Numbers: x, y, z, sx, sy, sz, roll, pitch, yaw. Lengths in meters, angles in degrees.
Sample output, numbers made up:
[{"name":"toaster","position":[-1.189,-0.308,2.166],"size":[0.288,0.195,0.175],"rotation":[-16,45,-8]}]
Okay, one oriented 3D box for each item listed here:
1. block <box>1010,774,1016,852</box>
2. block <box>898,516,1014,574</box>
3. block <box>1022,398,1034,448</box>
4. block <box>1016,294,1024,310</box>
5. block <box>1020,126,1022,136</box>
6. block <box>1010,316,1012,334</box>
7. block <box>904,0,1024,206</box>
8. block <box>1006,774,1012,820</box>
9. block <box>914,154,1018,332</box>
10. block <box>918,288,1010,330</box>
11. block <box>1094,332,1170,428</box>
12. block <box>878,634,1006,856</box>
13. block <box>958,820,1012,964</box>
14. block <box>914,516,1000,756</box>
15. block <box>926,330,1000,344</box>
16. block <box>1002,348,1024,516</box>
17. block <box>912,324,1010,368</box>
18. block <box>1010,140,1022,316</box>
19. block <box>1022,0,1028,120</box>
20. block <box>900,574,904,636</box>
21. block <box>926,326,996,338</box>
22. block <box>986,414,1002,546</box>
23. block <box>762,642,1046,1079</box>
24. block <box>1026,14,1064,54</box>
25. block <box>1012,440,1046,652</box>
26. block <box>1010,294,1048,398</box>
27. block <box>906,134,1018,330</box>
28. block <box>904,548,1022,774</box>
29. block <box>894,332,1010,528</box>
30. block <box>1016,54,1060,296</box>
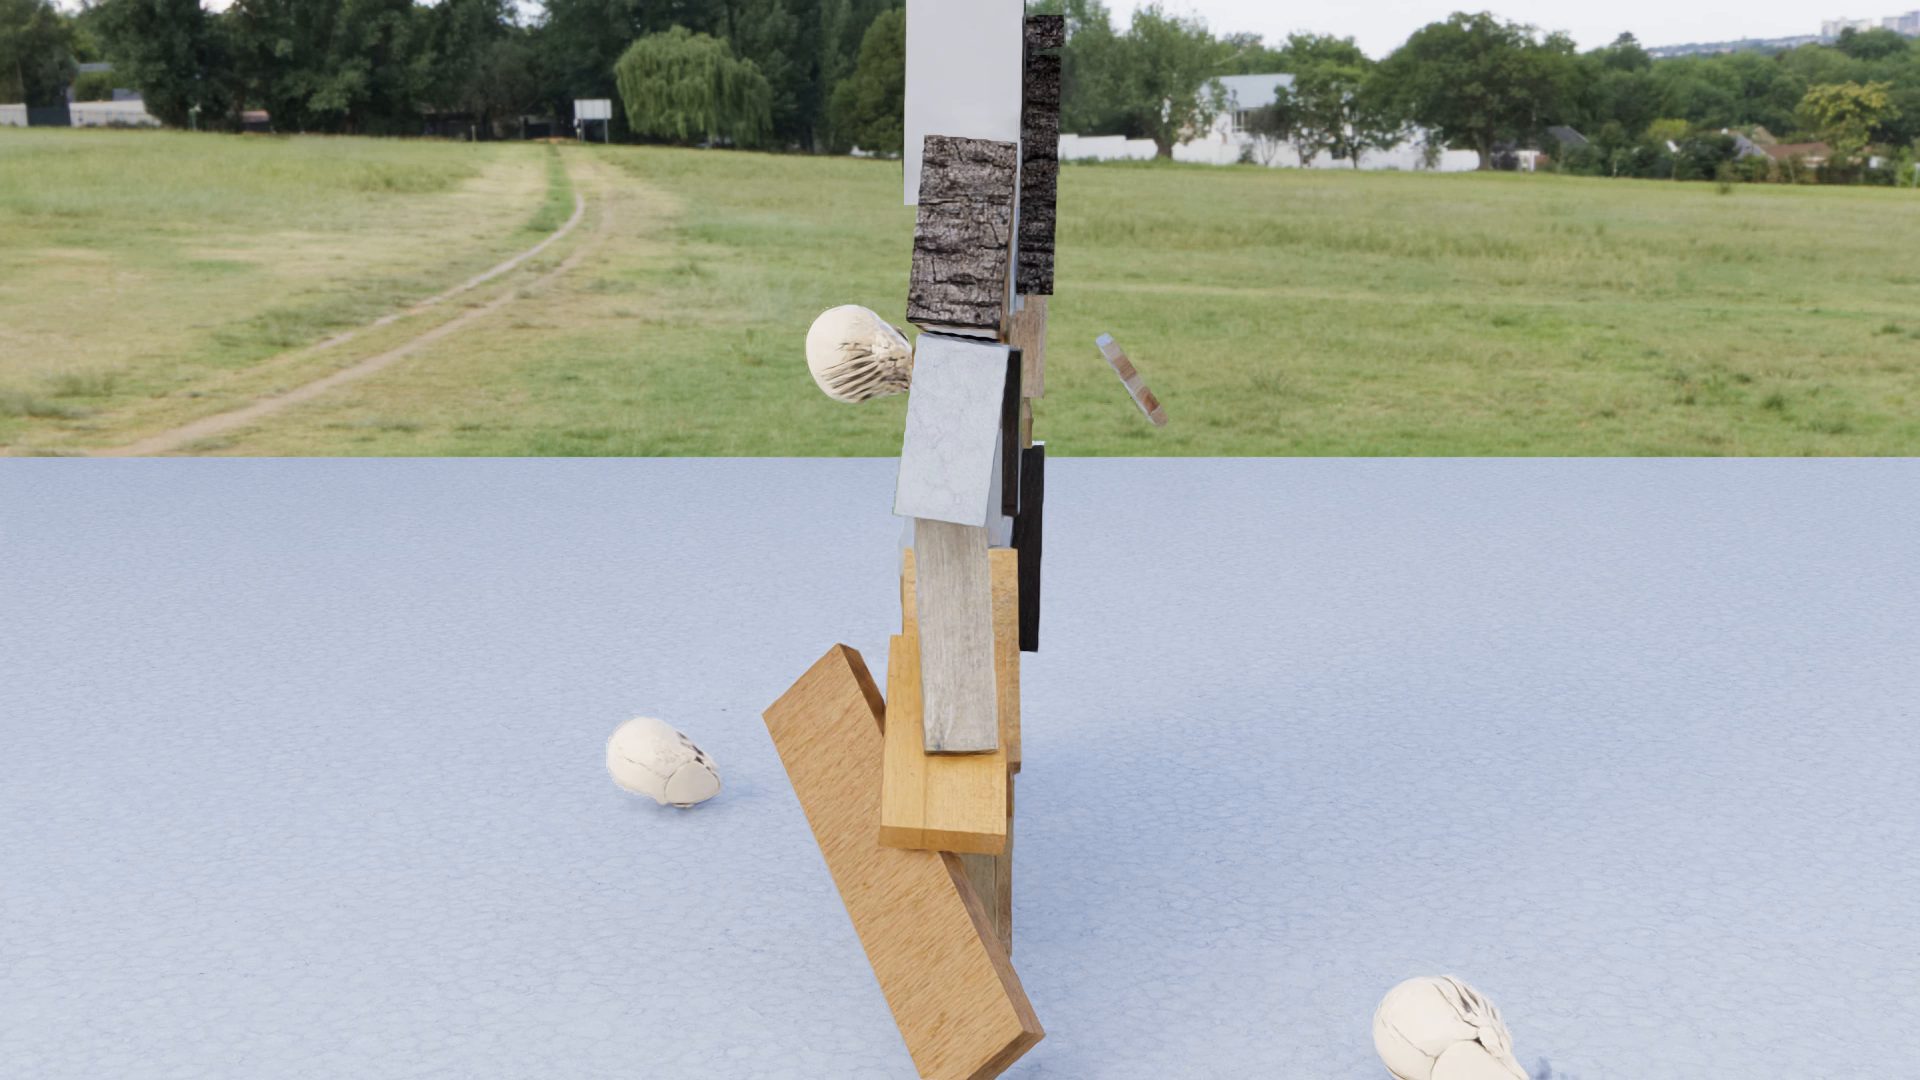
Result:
[{"name":"block","position":[0.010,0.386,3.820],"size":[0.171,0.341,0.048],"rotation":[1,9,0]},{"name":"block","position":[-0.001,-0.015,3.489],"size":[0.170,0.048,0.339],"rotation":[1,16,2]},{"name":"block","position":[0.033,-0.208,3.757],"size":[0.175,0.050,0.351],"rotation":[2,10,0]},{"name":"block","position":[0.051,-0.399,3.670],"size":[0.085,0.024,0.170],"rotation":[3,5,10]},{"name":"block","position":[0.019,-0.640,3.424],"size":[0.138,0.039,0.275],"rotation":[2,15,5]},{"name":"block","position":[0.040,-0.298,3.635],"size":[0.085,0.170,0.024],"rotation":[2,4,4]},{"name":"block","position":[0.006,-0.685,3.118],"size":[0.164,0.417,0.047],"rotation":[1,9,2]},{"name":"block","position":[-0.002,0.344,3.227],"size":[0.149,0.042,0.299],"rotation":[0,11,0]},{"name":"block","position":[0.009,-0.408,2.977],"size":[0.122,0.244,0.035],"rotation":[4,4,4]},{"name":"block","position":[0.008,-0.461,3.364],"size":[0.138,0.275,0.039],"rotation":[2,10,3]},{"name":"block","position":[0.290,-0.269,3.709],"size":[0.024,0.170,0.085],"rotation":[-36,14,2]},{"name":"block","position":[-0.021,0.279,3.042],"size":[0.167,0.047,0.335],"rotation":[5,46,-4]},{"name":"block","position":[-0.002,0.534,3.144],"size":[0.149,0.299,0.042],"rotation":[0,5,0]},{"name":"block","position":[-0.007,0.119,3.041],"size":[0.100,0.356,0.028],"rotation":[0,-18,-8]},{"name":"block","position":[-0.007,-0.183,3.028],"size":[0.100,0.200,0.028],"rotation":[7,6,2]},{"name":"block","position":[0.030,-0.173,3.477],"size":[0.131,0.263,0.037],"rotation":[3,14,9]},{"name":"block","position":[0.003,-0.290,3.336],"size":[0.131,0.037,0.263],"rotation":[2,16,4]},{"name":"block","position":[0.024,-0.506,3.545],"size":[0.138,0.278,0.039],"rotation":[3,11,8]},{"name":"block","position":[0.018,-0.805,3.327],"size":[0.164,0.328,0.047],"rotation":[2,14,5]},{"name":"block","position":[-0.005,0.258,3.445],"size":[0.170,0.450,0.048],"rotation":[1,14,2]},{"name":"block","position":[0.002,-0.287,3.169],"size":[0.099,0.278,0.028],"rotation":[1,13,0]},{"name":"block","position":[-0.003,-0.124,3.300],"size":[0.131,0.263,0.037],"rotation":[0,16,-1]},{"name":"block","position":[-0.091,0.444,3.017],"size":[0.047,0.167,0.676],"rotation":[26,27,-47]},{"name":"block","position":[0.046,-0.844,3.693],"size":[0.174,0.049,0.348],"rotation":[-5,10,-11]},{"name":"block","position":[0.049,0.009,3.691],"size":[0.176,0.351,0.050],"rotation":[2,11,3]},{"name":"block","position":[0.098,-0.352,3.838],"size":[0.102,0.204,0.029],"rotation":[1,5,-10]},{"name":"block","position":[0.003,-0.404,2.891],"size":[0.122,0.244,0.035],"rotation":[6,-4,2]},{"name":"block","position":[0.002,0.174,3.210],"size":[0.167,0.335,0.047],"rotation":[0,-26,-1]},{"name":"block","position":[-0.010,-0.147,2.941],"size":[0.122,0.244,0.035],"rotation":[9,15,3]},{"name":"block","position":[0.069,-0.599,3.606],"size":[0.174,0.387,0.049],"rotation":[1,6,-6]}]
